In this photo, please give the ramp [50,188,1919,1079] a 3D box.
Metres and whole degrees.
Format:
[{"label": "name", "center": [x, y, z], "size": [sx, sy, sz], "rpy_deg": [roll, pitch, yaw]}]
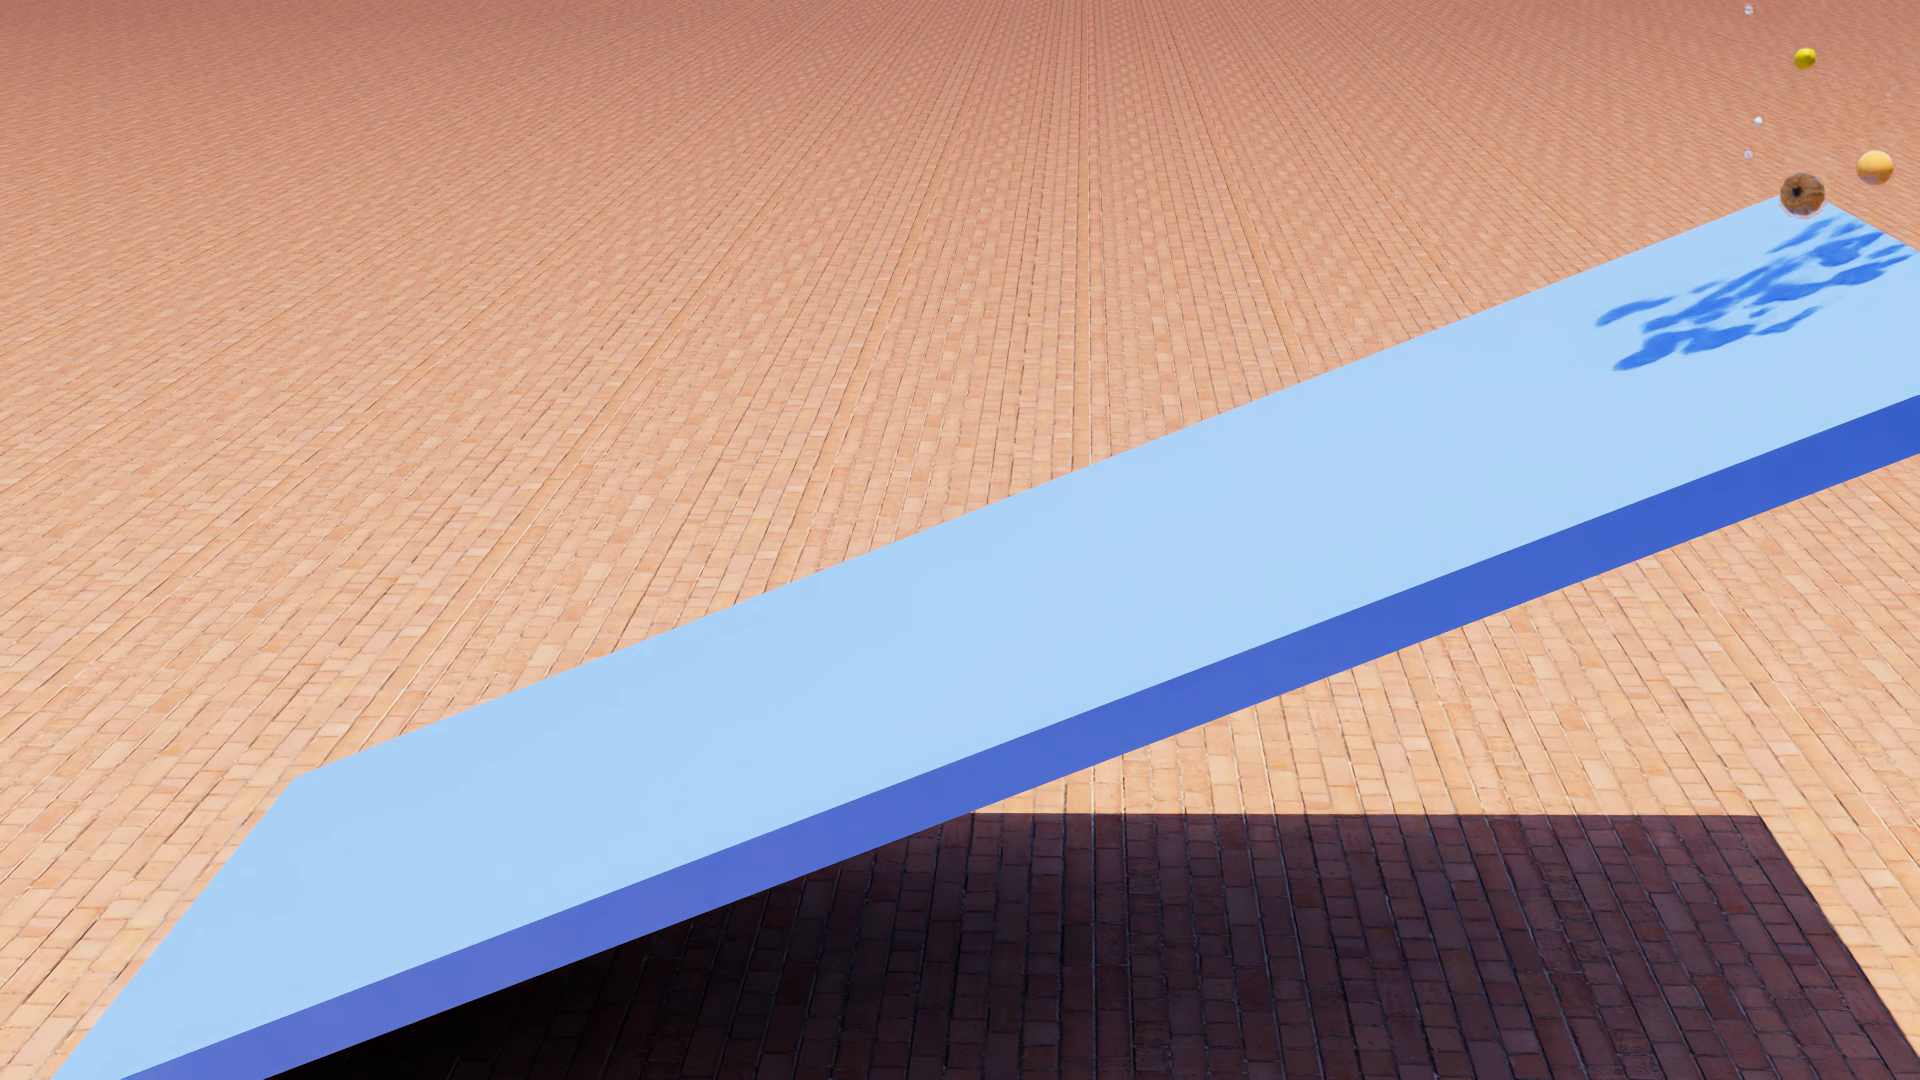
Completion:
[{"label": "ramp", "center": [0.126, 0.173, 6.289], "size": [4.000, 0.100, 2.000], "rpy_deg": [-21, 12, 7]}]
